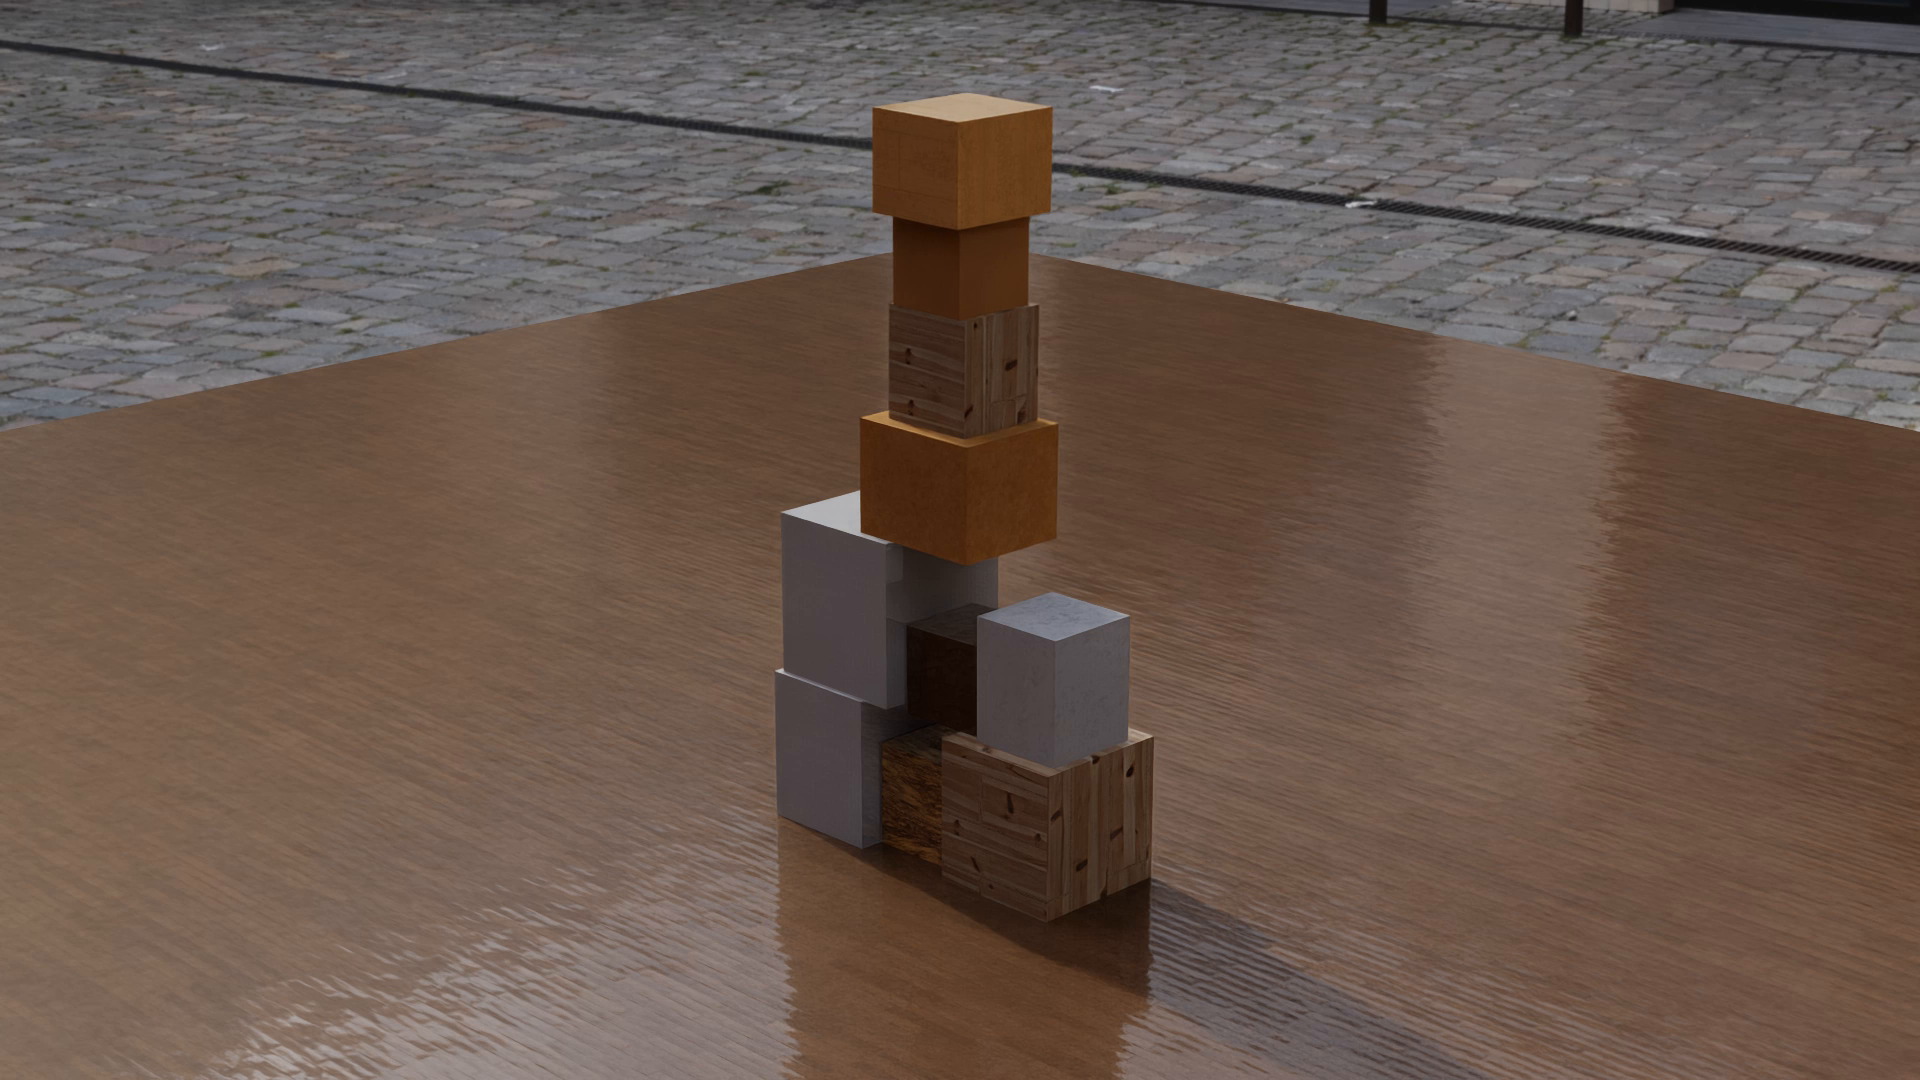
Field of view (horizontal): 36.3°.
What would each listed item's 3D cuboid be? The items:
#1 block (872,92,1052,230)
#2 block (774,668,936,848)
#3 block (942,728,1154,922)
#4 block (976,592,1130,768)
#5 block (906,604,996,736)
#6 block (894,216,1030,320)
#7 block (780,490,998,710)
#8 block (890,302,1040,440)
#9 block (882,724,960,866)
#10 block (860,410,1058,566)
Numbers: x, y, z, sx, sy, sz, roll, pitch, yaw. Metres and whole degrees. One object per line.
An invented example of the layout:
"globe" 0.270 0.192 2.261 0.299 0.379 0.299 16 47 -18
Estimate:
"block" 0.011 -1.660 12.805 0.581 0.463 0.525 -17 25 -42
"block" -0.417 0.959 14.071 0.714 0.733 0.599 -17 24 -42
"block" 0.396 1.218 13.318 0.697 0.690 0.657 -17 24 -42
"block" 0.415 0.619 13.086 0.484 0.592 0.476 -17 24 -42
"block" 0.080 0.593 13.449 0.448 0.430 0.468 -17 23 -42
"block" 0.004 -1.241 12.937 0.433 0.416 0.414 -17 25 -42
"block" -0.328 0.247 13.790 0.728 0.794 0.706 -17 24 -42
"block" 0.016 -0.795 13.097 0.465 0.531 0.478 -17 25 -42
"block" -0.015 1.184 13.741 0.499 0.501 0.490 -17 24 -42
"block" -0.006 -0.280 13.243 0.579 0.540 0.681 -17 25 -42
